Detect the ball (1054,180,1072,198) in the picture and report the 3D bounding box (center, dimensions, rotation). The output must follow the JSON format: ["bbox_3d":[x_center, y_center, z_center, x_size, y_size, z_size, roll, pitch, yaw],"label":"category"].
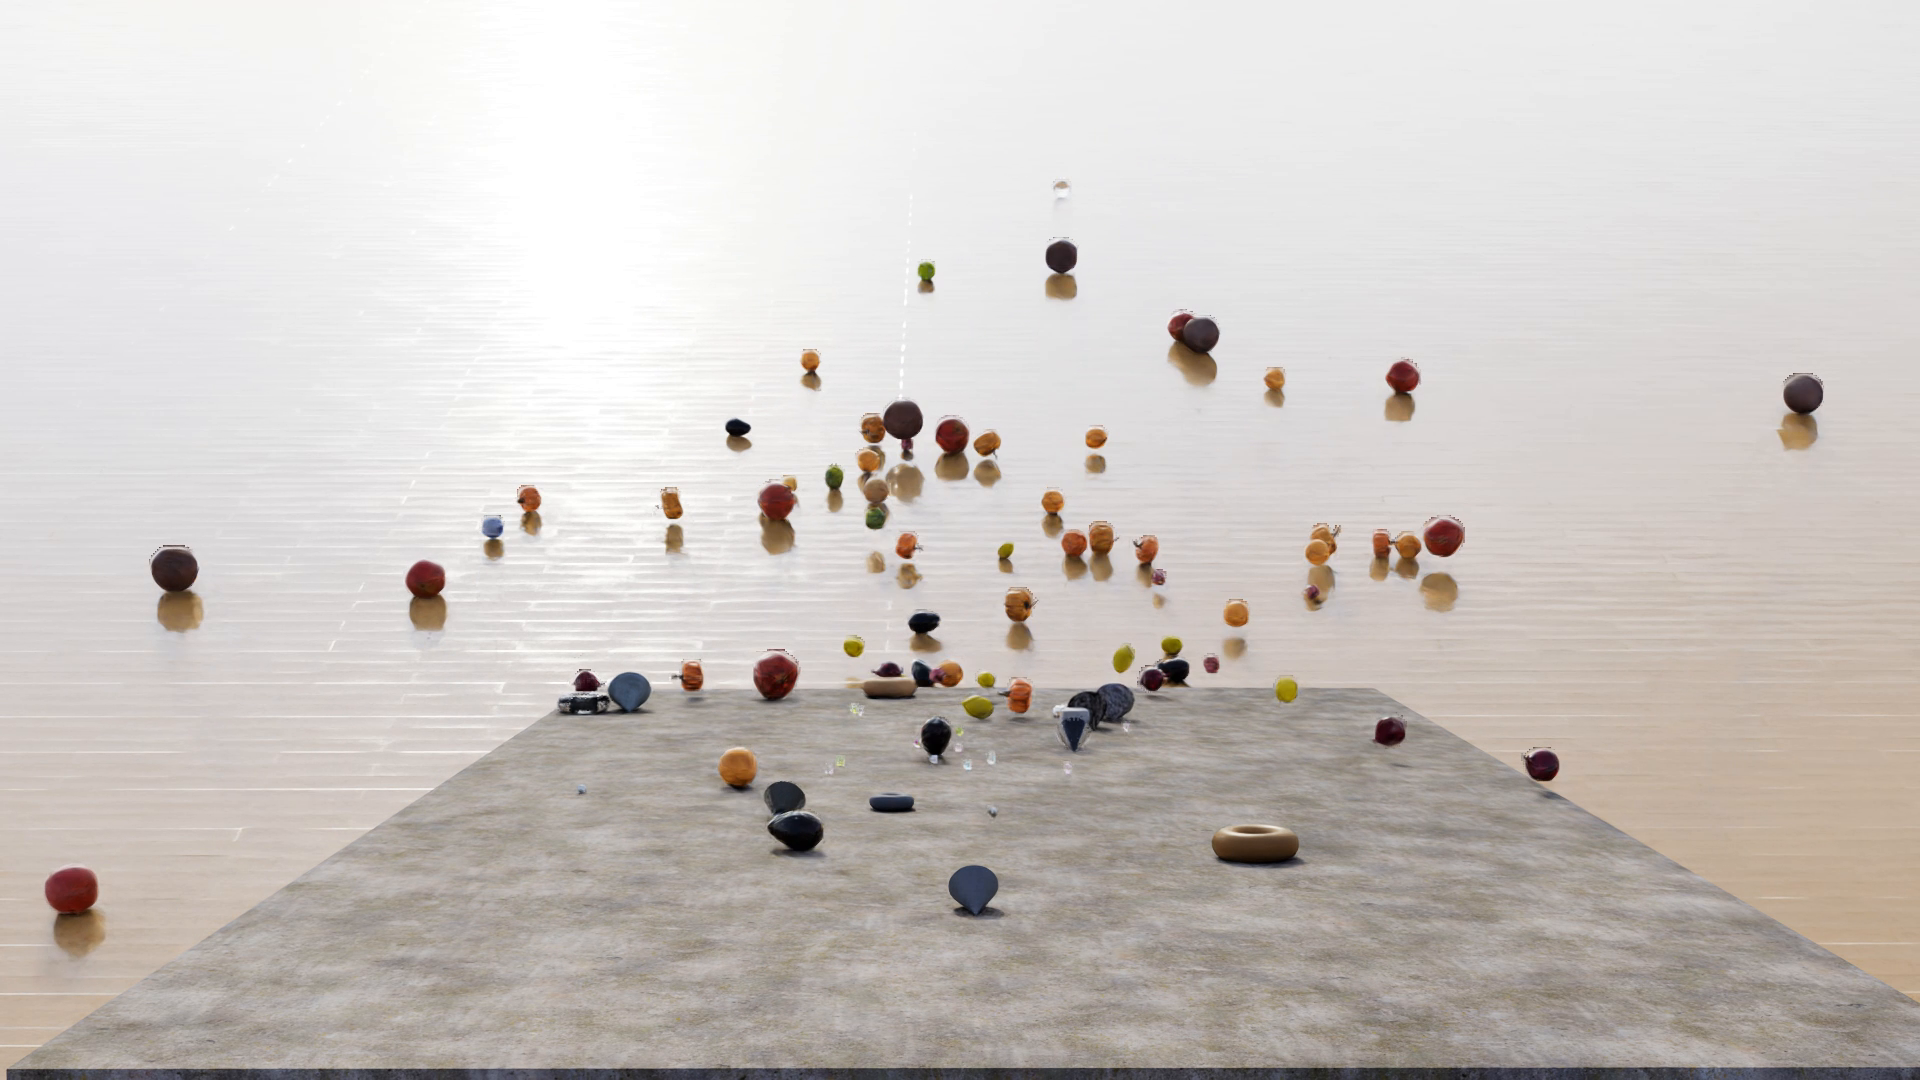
[{"bbox_3d":[0.429,-1.475,10.828,0.075,0.075,0.075,0,24,0],"label":"ball"}]

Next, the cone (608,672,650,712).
[{"bbox_3d":[-0.768,0.375,5.988,0.100,0.100,0.100,-3,29,-7],"label":"cone"}]

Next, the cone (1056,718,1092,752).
[{"bbox_3d":[0.230,0.409,5.201,0.072,0.072,0.072,1,29,2],"label":"cone"}]

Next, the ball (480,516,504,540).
[{"bbox_3d":[-1.382,-0.036,7.614,0.067,0.067,0.067,0,24,0],"label":"ball"}]

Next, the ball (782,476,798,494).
[{"bbox_3d":[-0.524,-0.169,7.931,0.051,0.051,0.051,0,24,0],"label":"ball"}]

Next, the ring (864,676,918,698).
[{"bbox_3d":[-0.172,0.362,6.345,0.134,0.045,0.134,1,1,0],"label":"ring"}]

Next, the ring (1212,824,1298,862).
[{"bbox_3d":[0.441,0.453,3.844,0.130,0.043,0.130,-1,3,0],"label":"ring"}]

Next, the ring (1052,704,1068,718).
[{"bbox_3d":[0.248,0.389,5.845,0.080,0.027,0.080,-1,2,0],"label":"ring"}]

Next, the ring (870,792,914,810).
[{"bbox_3d":[-0.116,0.443,4.366,0.077,0.026,0.077,1,1,0],"label":"ring"}]

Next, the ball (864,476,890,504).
[{"bbox_3d":[-0.255,-0.152,7.857,0.081,0.081,0.081,0,24,0],"label":"ball"}]

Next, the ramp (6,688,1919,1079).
[{"bbox_3d":[0.055,0.499,4.546,2.000,0.100,4.000,0,2,0],"label":"ramp"}]

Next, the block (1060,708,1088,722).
[{"bbox_3d":[0.244,0.388,5.477,0.055,0.055,0.055,0,2,-4],"label":"block"}]

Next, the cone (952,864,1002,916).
[{"bbox_3d":[0.019,0.476,3.397,0.067,0.067,0.067,2,40,4],"label":"cone"}]

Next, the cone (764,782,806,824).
[{"bbox_3d":[-0.293,0.445,4.226,0.071,0.071,0.071,2,31,4],"label":"cone"}]

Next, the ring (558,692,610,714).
[{"bbox_3d":[-0.873,0.378,5.975,0.123,0.041,0.123,-1,3,0],"label":"ring"}]
